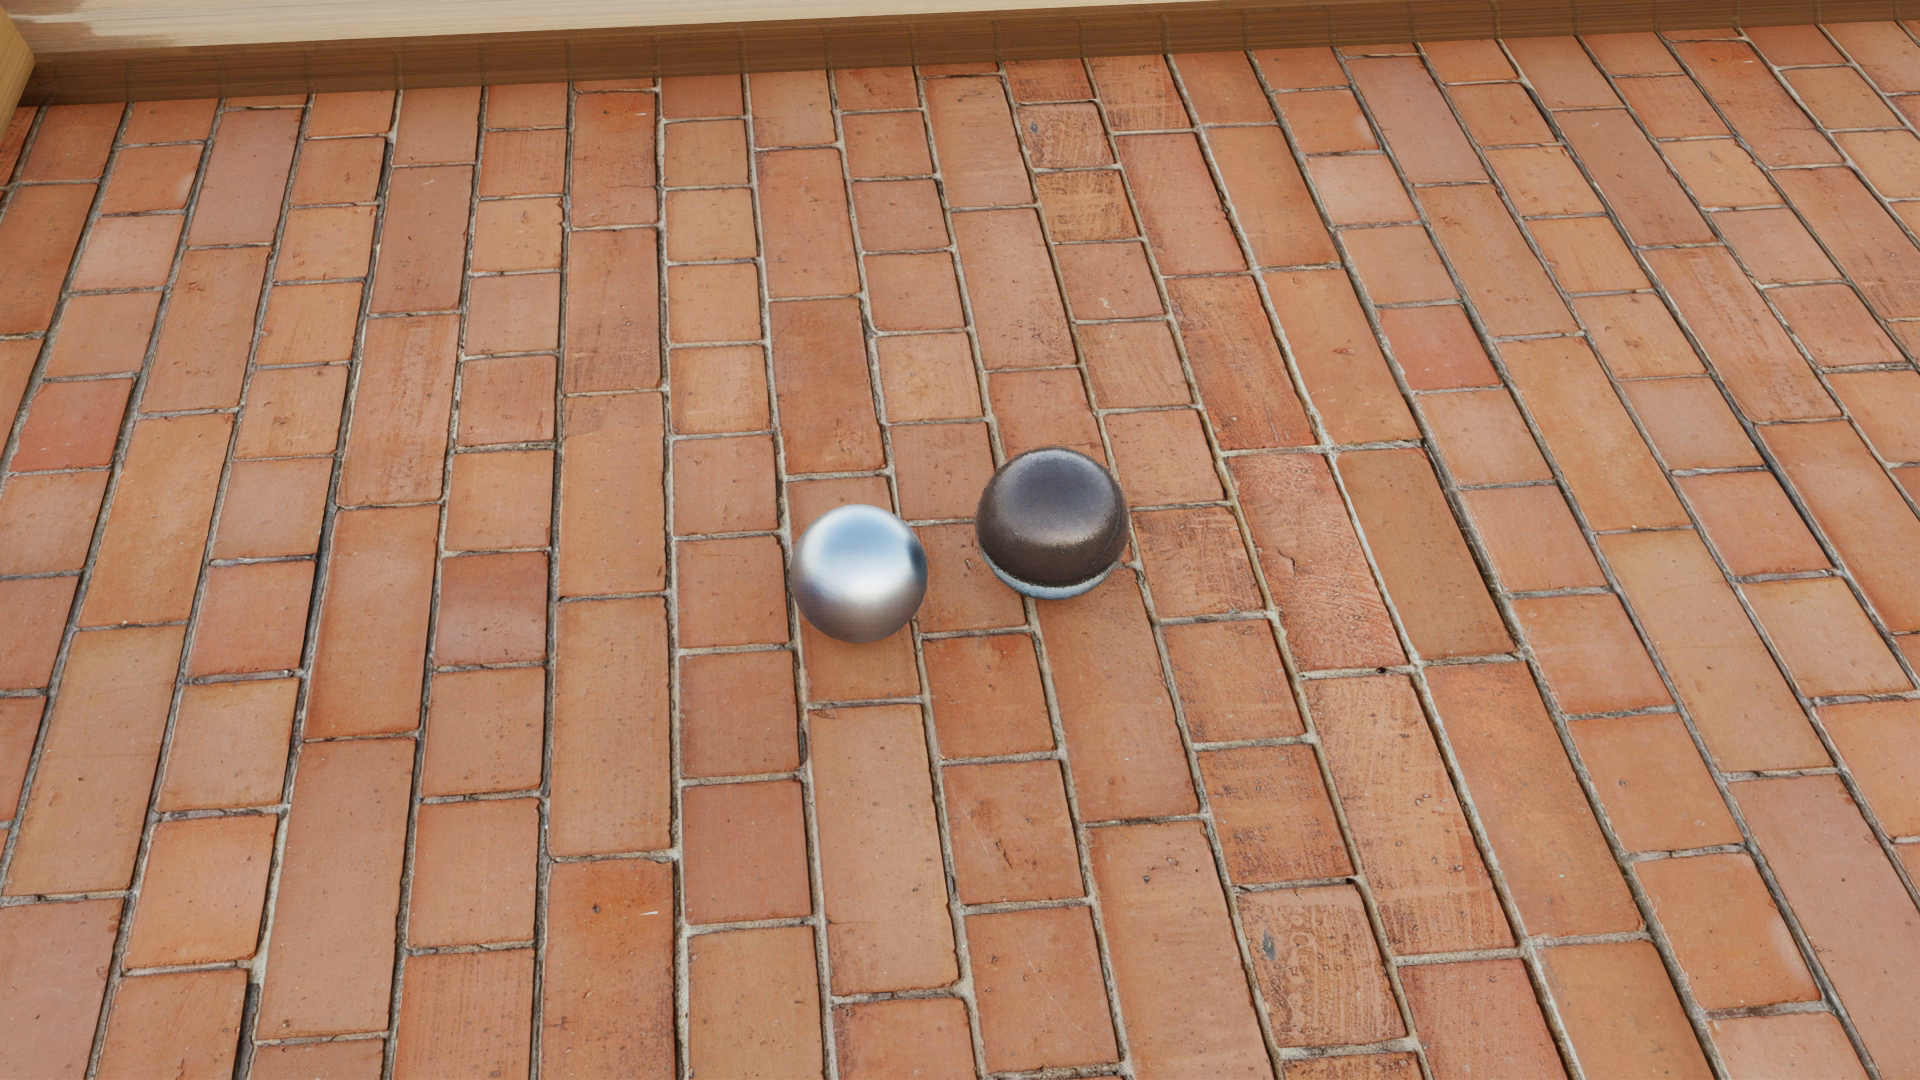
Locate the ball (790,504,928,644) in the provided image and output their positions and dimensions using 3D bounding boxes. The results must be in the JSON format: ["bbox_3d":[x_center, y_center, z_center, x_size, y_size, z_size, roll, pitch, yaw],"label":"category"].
[{"bbox_3d":[-0.064,0.021,1.620,0.088,0.088,0.088,0,36,0],"label":"ball"}]

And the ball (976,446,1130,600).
[{"bbox_3d":[0.060,-0.010,1.655,0.099,0.099,0.099,0,36,0],"label":"ball"}]

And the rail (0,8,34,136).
[{"bbox_3d":[-0.730,0.026,1.577,0.045,0.129,1.590,-4,36,-5],"label":"rail"}]

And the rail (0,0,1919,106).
[{"bbox_3d":[0.672,-0.514,2.328,3.033,0.129,0.045,-4,36,-5],"label":"rail"}]
